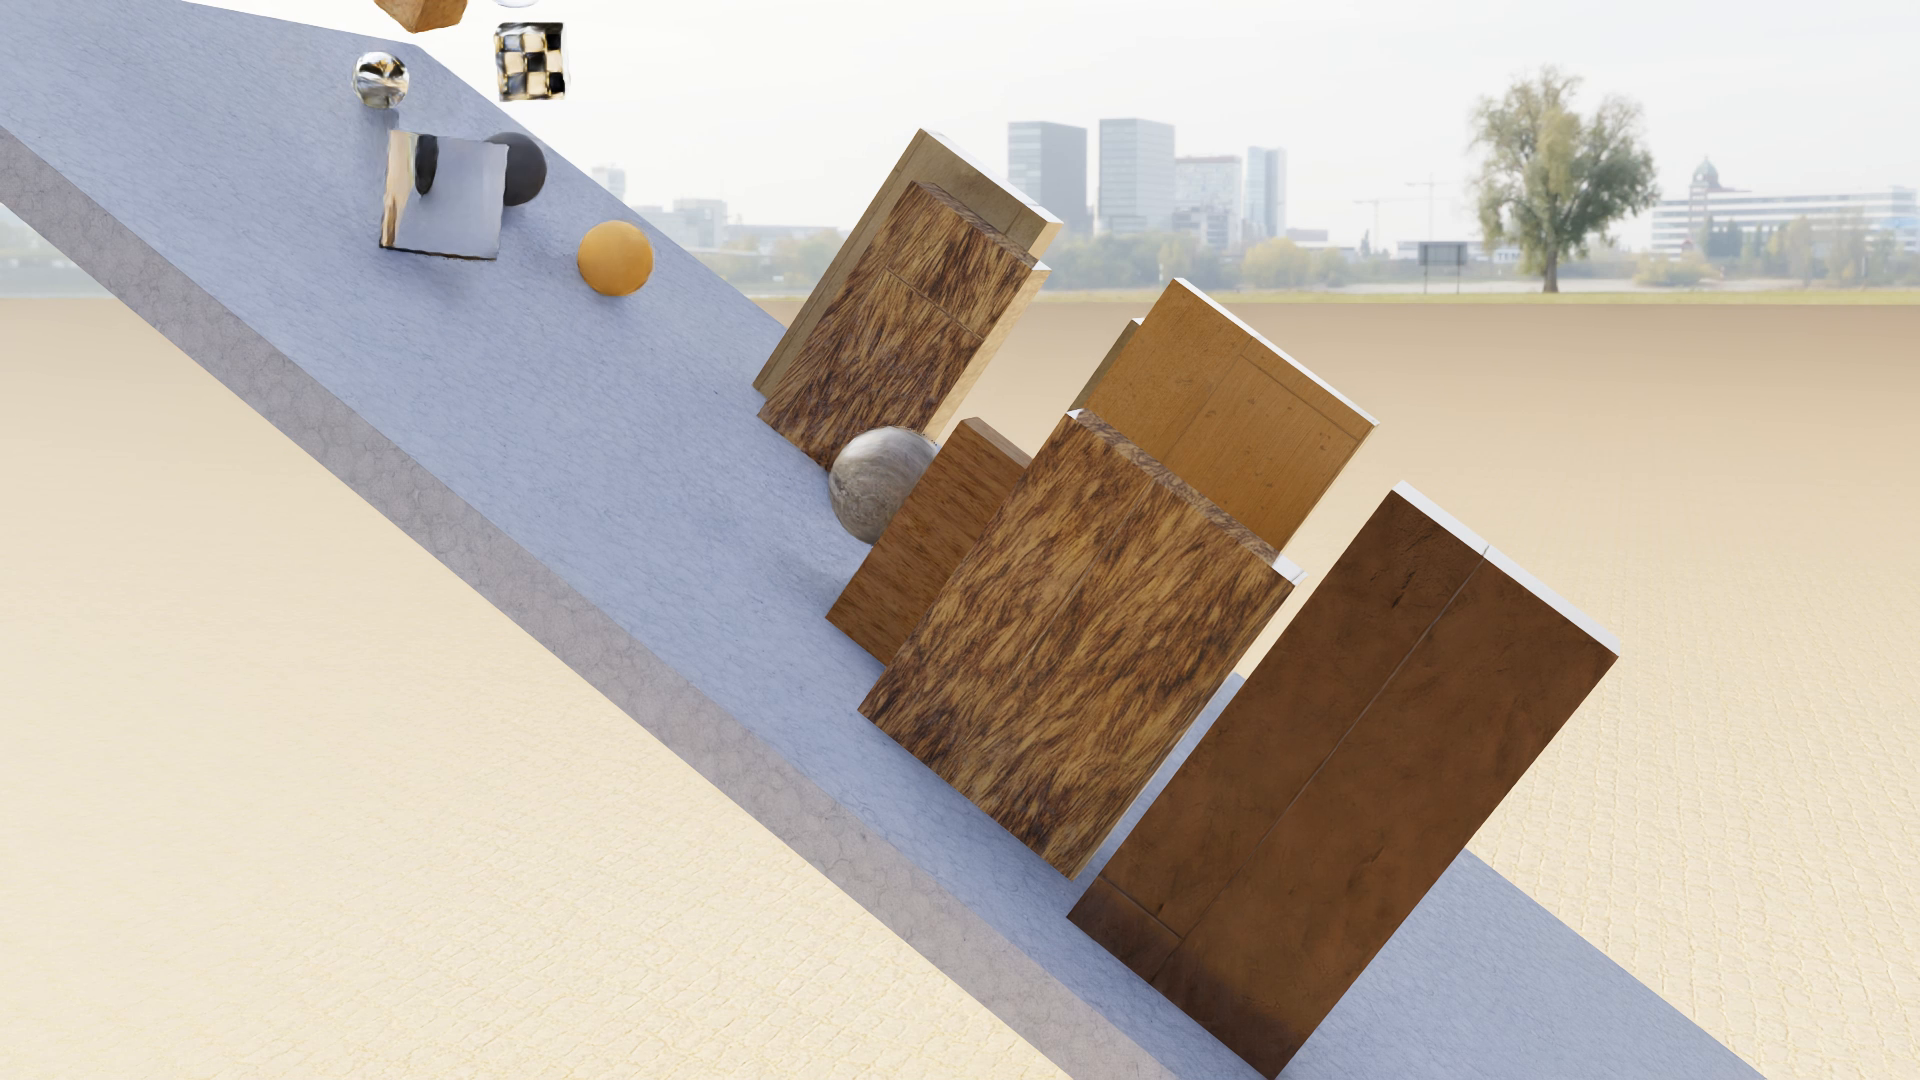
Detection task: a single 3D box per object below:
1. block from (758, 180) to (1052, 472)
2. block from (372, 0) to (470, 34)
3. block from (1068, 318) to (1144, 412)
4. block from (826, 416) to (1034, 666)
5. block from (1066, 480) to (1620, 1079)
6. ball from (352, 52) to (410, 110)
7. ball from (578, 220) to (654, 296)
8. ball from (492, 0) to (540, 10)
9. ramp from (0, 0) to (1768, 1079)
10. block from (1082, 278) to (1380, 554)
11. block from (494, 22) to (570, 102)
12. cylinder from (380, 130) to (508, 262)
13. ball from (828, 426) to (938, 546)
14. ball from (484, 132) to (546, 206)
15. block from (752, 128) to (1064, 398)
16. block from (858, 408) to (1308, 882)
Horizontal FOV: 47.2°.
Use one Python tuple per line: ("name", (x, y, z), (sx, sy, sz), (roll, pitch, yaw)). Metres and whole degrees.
("block", (-0.113, -0.391, 4.381), (0.300, 0.568, 0.147), (38, 16, 10))
("block", (-1.102, -1.154, 4.507), (0.151, 0.151, 0.151), (40, 32, 9))
("block", (0.377, -0.140, 4.702), (0.387, 0.542, 0.108), (38, 16, 10))
("block", (0.068, 0.091, 3.622), (0.426, 0.410, 0.094), (38, 16, 10))
("block", (0.539, 0.345, 3.141), (0.374, 0.786, 0.144), (38, 16, 10))
("ball", (-1.221, -0.968, 4.634), (0.119, 0.119, 0.119), (0, 7, 0))
("ball", (-0.701, -0.572, 4.474), (0.154, 0.154, 0.154), (0, 7, 0))
("ball", (-0.896, -1.148, 4.426), (0.154, 0.154, 0.154), (0, 7, 0))
("ramp", (-0.084, 0.154, 4.079), (4.000, 0.100, 2.000), (38, 16, 10))
("block", (0.333, -0.025, 3.865), (0.426, 0.758, 0.081), (38, 16, 10))
("block", (-0.853, -0.956, 4.391), (0.130, 0.130, 0.130), (-2, 24, -4))
("cylinder", (-0.917, -0.611, 3.907), (0.206, 0.206, 0.206), (7, 8, -1))
("ball", (-0.122, -0.090, 3.792), (0.209, 0.209, 0.209), (0, 7, 0))
("ball", (-0.936, -0.772, 4.573), (0.152, 0.152, 0.152), (0, 7, 0))
("block", (-0.111, -0.482, 4.520), (0.327, 0.640, 0.128), (38, 16, 10))
("block", (0.182, 0.158, 3.356), (0.423, 0.573, 0.129), (38, 16, 10))
